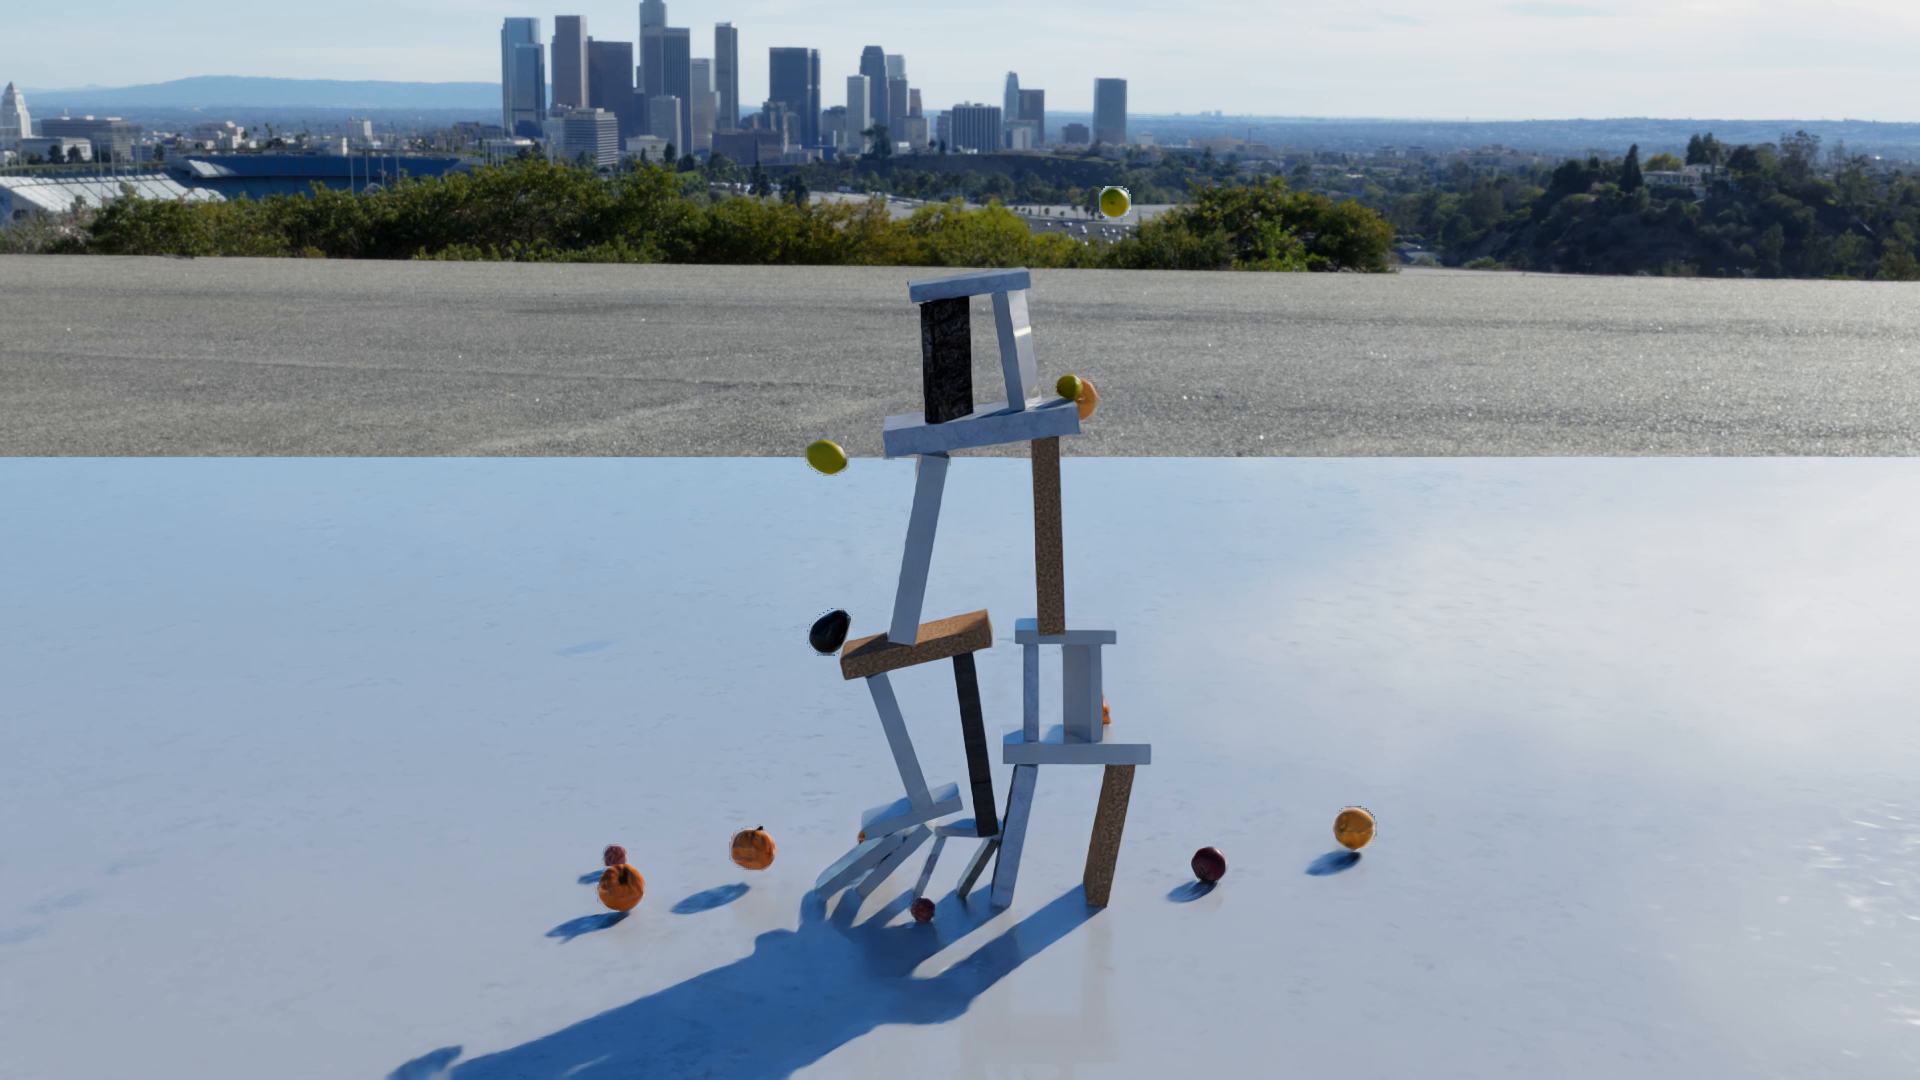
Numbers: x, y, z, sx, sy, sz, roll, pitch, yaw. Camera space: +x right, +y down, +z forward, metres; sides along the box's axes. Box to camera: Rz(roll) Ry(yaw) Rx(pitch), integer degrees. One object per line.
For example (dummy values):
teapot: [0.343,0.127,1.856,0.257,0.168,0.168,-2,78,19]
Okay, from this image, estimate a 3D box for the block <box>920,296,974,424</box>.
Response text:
block: [-0.020,-0.283,3.444,0.027,0.187,0.094,8,18,34]

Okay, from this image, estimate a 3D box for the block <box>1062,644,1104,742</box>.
block: [0.200,0.241,3.590,0.023,0.163,0.081,-9,13,-30]

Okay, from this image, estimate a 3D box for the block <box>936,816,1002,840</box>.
block: [0.015,0.478,3.652,0.111,0.016,0.055,4,11,1]

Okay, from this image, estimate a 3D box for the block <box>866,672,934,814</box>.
block: [-0.103,0.318,3.610,0.034,0.243,0.122,-20,12,-3]

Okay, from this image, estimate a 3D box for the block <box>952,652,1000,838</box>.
block: [0.024,0.321,3.611,0.034,0.309,0.122,-8,11,1]

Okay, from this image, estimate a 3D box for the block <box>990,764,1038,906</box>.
block: [0.091,0.472,3.644,0.034,0.239,0.120,11,11,0]

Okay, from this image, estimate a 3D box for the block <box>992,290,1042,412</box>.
block: [0.090,-0.305,3.482,0.027,0.187,0.094,-6,11,19]

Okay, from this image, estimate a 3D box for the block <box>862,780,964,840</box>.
block: [-0.079,0.447,3.637,0.168,0.024,0.084,-18,12,1]

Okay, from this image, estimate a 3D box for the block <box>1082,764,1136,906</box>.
block: [0.246,0.472,3.644,0.034,0.239,0.120,10,10,-2]

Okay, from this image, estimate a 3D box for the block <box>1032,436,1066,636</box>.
block: [0.142,-0.018,3.545,0.043,0.316,0.153,-2,11,2]

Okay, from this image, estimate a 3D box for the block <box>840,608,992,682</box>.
block: [-0.070,0.170,3.574,0.243,0.034,0.121,-13,11,4]

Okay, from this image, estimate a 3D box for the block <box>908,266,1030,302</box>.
block: [0.013,-0.402,3.465,0.187,0.027,0.094,-7,12,-2]

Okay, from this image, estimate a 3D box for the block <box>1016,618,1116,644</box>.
block: [0.172,0.148,3.578,0.163,0.023,0.081,0,11,3]

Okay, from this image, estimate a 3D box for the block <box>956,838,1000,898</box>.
block: [0.030,0.539,3.663,0.016,0.111,0.055,30,9,-6]

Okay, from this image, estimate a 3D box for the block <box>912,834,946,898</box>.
block: [-0.050,0.535,3.666,0.016,0.111,0.055,23,10,-3]

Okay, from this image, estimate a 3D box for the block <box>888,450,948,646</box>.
block: [-0.068,0.002,3.539,0.043,0.306,0.153,10,11,-4]

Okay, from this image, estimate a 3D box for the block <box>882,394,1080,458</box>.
block: [0.033,-0.184,3.509,0.306,0.043,0.153,-7,11,1]

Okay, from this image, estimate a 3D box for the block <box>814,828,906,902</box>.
block: [-0.165,0.530,3.652,0.168,0.024,0.084,-37,8,9]

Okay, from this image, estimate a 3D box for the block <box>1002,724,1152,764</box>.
block: [0.189,0.336,3.619,0.239,0.034,0.120,0,11,0]

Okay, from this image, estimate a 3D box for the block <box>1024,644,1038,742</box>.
block: [0.116,0.239,3.600,0.023,0.163,0.081,0,11,1]

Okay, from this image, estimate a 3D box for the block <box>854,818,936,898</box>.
block: [-0.106,0.519,3.659,0.024,0.168,0.084,43,14,-6]
